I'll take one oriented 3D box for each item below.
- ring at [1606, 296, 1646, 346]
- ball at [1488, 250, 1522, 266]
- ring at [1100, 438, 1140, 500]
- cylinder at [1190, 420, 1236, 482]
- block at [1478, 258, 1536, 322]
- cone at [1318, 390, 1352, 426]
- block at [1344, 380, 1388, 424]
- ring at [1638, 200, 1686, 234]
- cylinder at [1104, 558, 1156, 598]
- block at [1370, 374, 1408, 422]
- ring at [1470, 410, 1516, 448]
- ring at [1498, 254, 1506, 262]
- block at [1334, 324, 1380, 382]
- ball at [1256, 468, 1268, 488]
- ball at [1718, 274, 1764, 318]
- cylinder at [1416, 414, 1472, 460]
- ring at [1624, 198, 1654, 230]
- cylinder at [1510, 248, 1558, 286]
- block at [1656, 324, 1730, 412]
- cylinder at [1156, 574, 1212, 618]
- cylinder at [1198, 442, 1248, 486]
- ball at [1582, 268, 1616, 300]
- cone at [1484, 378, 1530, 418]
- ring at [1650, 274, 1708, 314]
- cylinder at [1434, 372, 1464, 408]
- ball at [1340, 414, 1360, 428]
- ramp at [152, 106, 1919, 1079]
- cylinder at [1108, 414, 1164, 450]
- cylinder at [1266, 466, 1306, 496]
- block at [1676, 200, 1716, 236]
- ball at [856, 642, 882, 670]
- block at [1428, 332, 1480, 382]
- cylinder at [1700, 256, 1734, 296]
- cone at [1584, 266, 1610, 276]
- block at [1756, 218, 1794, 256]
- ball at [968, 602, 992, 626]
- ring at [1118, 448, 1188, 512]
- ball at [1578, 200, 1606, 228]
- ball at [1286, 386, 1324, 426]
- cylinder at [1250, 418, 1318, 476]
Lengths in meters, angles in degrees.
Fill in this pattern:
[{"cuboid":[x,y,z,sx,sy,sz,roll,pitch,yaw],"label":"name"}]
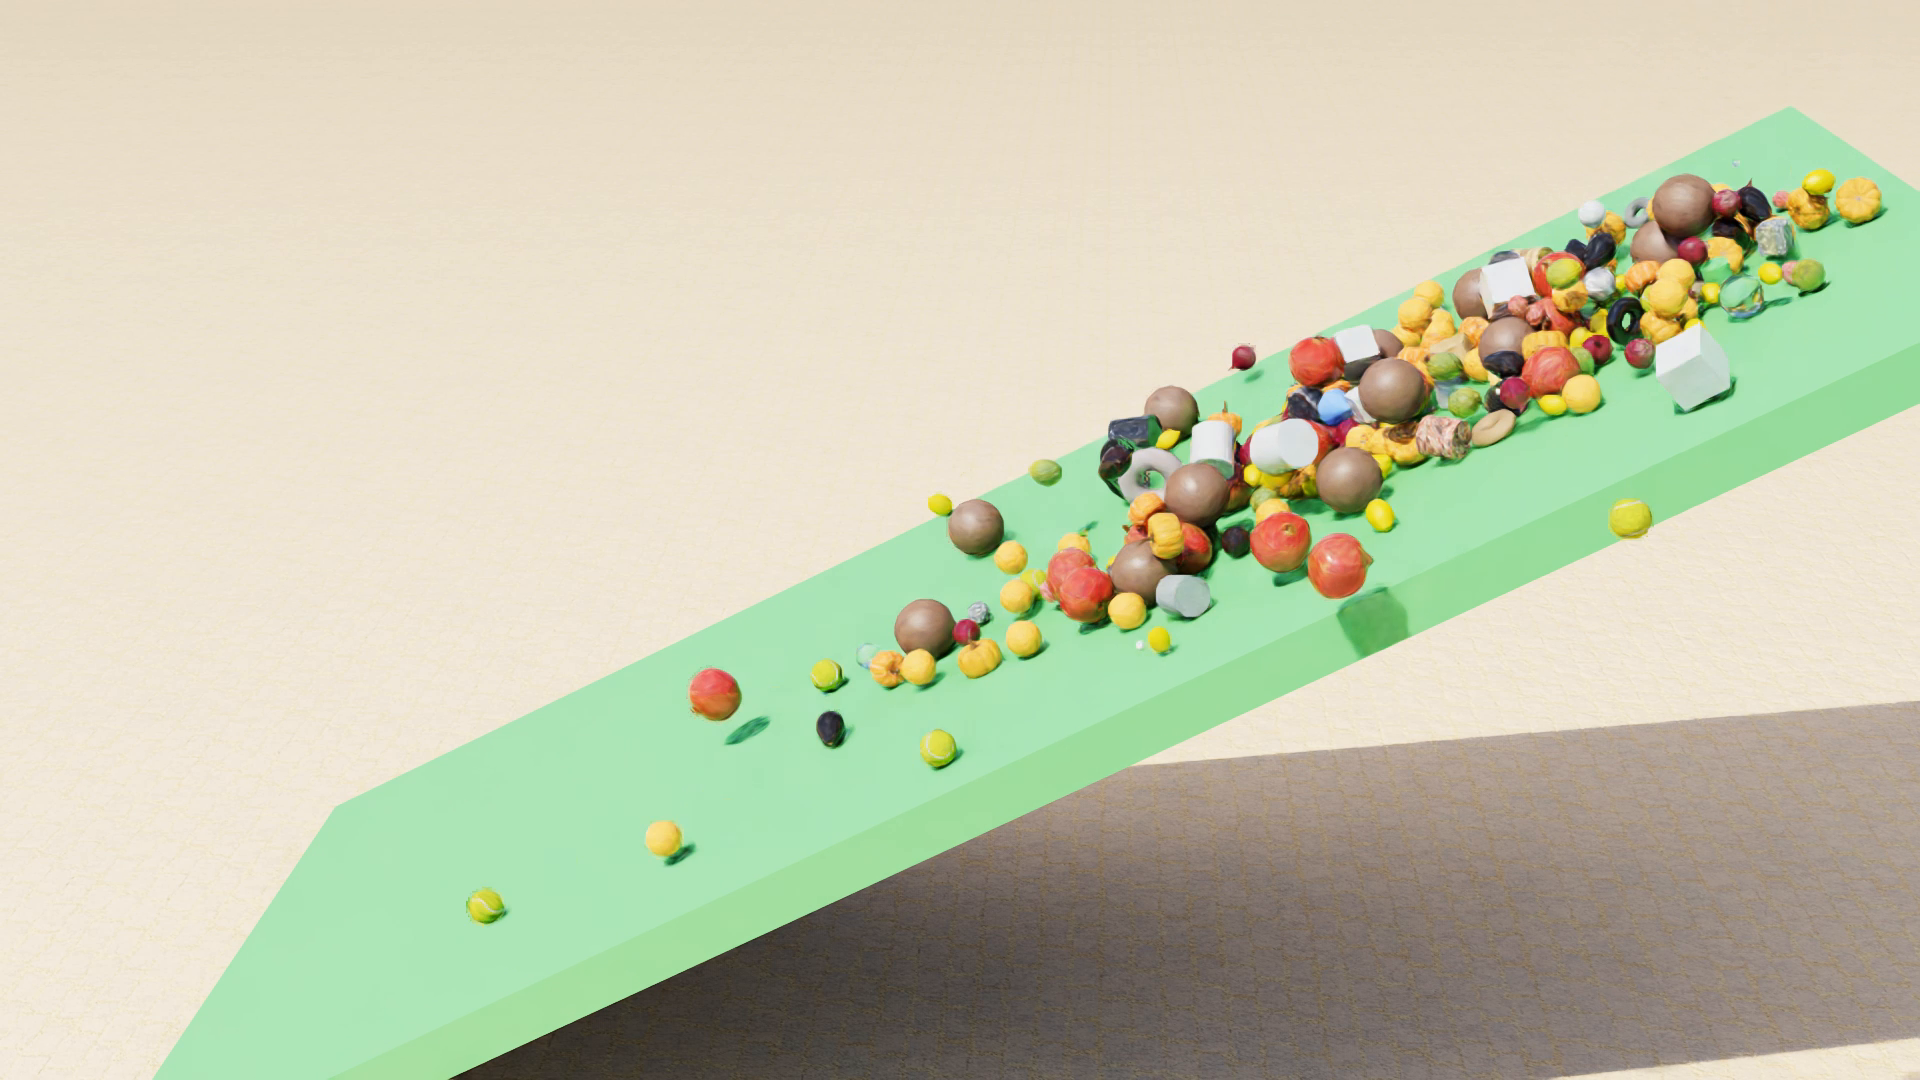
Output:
[{"cuboid":[1.307,-0.429,5.769,0.098,0.098,0.033,-10,16,-31],"label":"ring"},{"cuboid":[1.163,-0.577,6.264,0.081,0.081,0.081,0,17,0],"label":"ball"},{"cuboid":[0.365,-0.158,6.500,0.049,0.147,0.147,-24,-1,39],"label":"ring"},{"cuboid":[0.514,-0.181,5.982,0.090,0.090,0.090,2,59,6],"label":"cylinder"},{"cuboid":[1.117,-0.511,6.012,0.086,0.086,0.086,-13,-22,-1],"label":"block"},{"cuboid":[0.788,-0.271,6.045,0.077,0.077,0.077,-5,4,-16],"label":"cone"},{"cuboid":[0.825,-0.280,5.973,0.057,0.057,0.057,-33,19,-5],"label":"block"},{"cuboid":[1.541,-0.709,6.455,0.117,0.039,0.117,-26,11,6],"label":"ring"},{"cuboid":[0.339,0.076,5.858,0.073,0.073,0.073,-13,3,-37],"label":"cylinder"},{"cuboid":[0.887,-0.298,6.173,0.066,0.066,0.066,-19,17,34],"label":"block"},{"cuboid":[1.026,-0.215,5.657,0.098,0.033,0.098,-33,17,11],"label":"ring"},{"cuboid":[1.237,-0.611,6.584,0.078,0.026,0.078,-12,53,16],"label":"ring"},{"cuboid":[0.843,-0.398,6.247,0.077,0.077,0.077,-15,62,-1],"label":"block"},{"cuboid":[0.645,-0.140,6.066,0.067,0.067,0.067,0,17,0],"label":"ball"},{"cuboid":[1.482,-0.463,5.578,0.084,0.084,0.084,0,17,0],"label":"ball"},{"cuboid":[0.927,-0.197,5.639,0.077,0.077,0.077,11,20,37],"label":"cylinder"},{"cuboid":[1.461,-0.703,6.328,0.025,0.075,0.075,29,-3,-37],"label":"ring"},{"cuboid":[1.228,-0.587,6.328,0.083,0.083,0.083,8,18,43],"label":"cylinder"},{"cuboid":[1.303,-0.307,5.232,0.092,0.092,0.092,-30,28,34],"label":"block"},{"cuboid":[0.423,0.105,5.571,0.078,0.078,0.078,-7,5,-22],"label":"cylinder"},{"cuboid":[0.556,-0.165,6.293,0.083,0.083,0.083,-15,3,42],"label":"cylinder"},{"cuboid":[1.295,-0.518,5.957,0.067,0.067,0.067,0,17,0],"label":"ball"},{"cuboid":[1.055,-0.292,5.686,0.088,0.088,0.088,-5,60,9],"label":"cone"},{"cuboid":[1.435,-0.491,5.856,0.129,0.043,0.129,-24,14,6],"label":"ring"},{"cuboid":[0.993,-0.305,5.975,0.055,0.055,0.055,-11,36,8],"label":"cylinder"},{"cuboid":[0.808,-0.269,6.130,0.073,0.073,0.073,0,17,0],"label":"ball"},{"cuboid":[0.140,0.168,6.281,4.000,0.100,2.000,-26,14,10],"label":"ramp"},{"cuboid":[0.399,-0.231,6.670,0.097,0.097,0.097,-7,12,26],"label":"cylinder"},{"cuboid":[0.663,-0.132,5.977,0.063,0.063,0.063,10,56,30],"label":"cylinder"},{"cuboid":[1.558,-0.683,6.228,0.051,0.051,0.051,-1,55,-56],"label":"block"},{"cuboid":[-0.196,0.248,6.303,0.058,0.058,0.058,0,17,0],"label":"ball"},{"cuboid":[1.031,-0.374,6.138,0.079,0.079,0.079,-23,15,22],"label":"block"},{"cuboid":[1.490,-0.518,5.782,0.057,0.057,0.057,-22,23,10],"label":"cylinder"},{"cuboid":[1.320,-0.547,6.108,0.052,0.052,0.052,8,18,20],"label":"cone"},{"cuboid":[1.584,-0.589,5.717,0.054,0.054,0.054,-2,23,33],"label":"block"},{"cuboid":[0.041,0.155,6.202,0.050,0.050,0.050,0,17,0],"label":"ball"},{"cuboid":[0.413,-0.127,6.278,0.150,0.150,0.050,3,28,11],"label":"ring"},{"cuboid":[1.351,-0.696,6.285,0.060,0.060,0.060,0,17,0],"label":"ball"},{"cuboid":[0.737,-0.283,6.237,0.088,0.088,0.088,0,17,0],"label":"ball"},{"cuboid":[0.629,-0.180,5.706,0.097,0.097,0.097,-9,-4,-28],"label":"cylinder"}]
